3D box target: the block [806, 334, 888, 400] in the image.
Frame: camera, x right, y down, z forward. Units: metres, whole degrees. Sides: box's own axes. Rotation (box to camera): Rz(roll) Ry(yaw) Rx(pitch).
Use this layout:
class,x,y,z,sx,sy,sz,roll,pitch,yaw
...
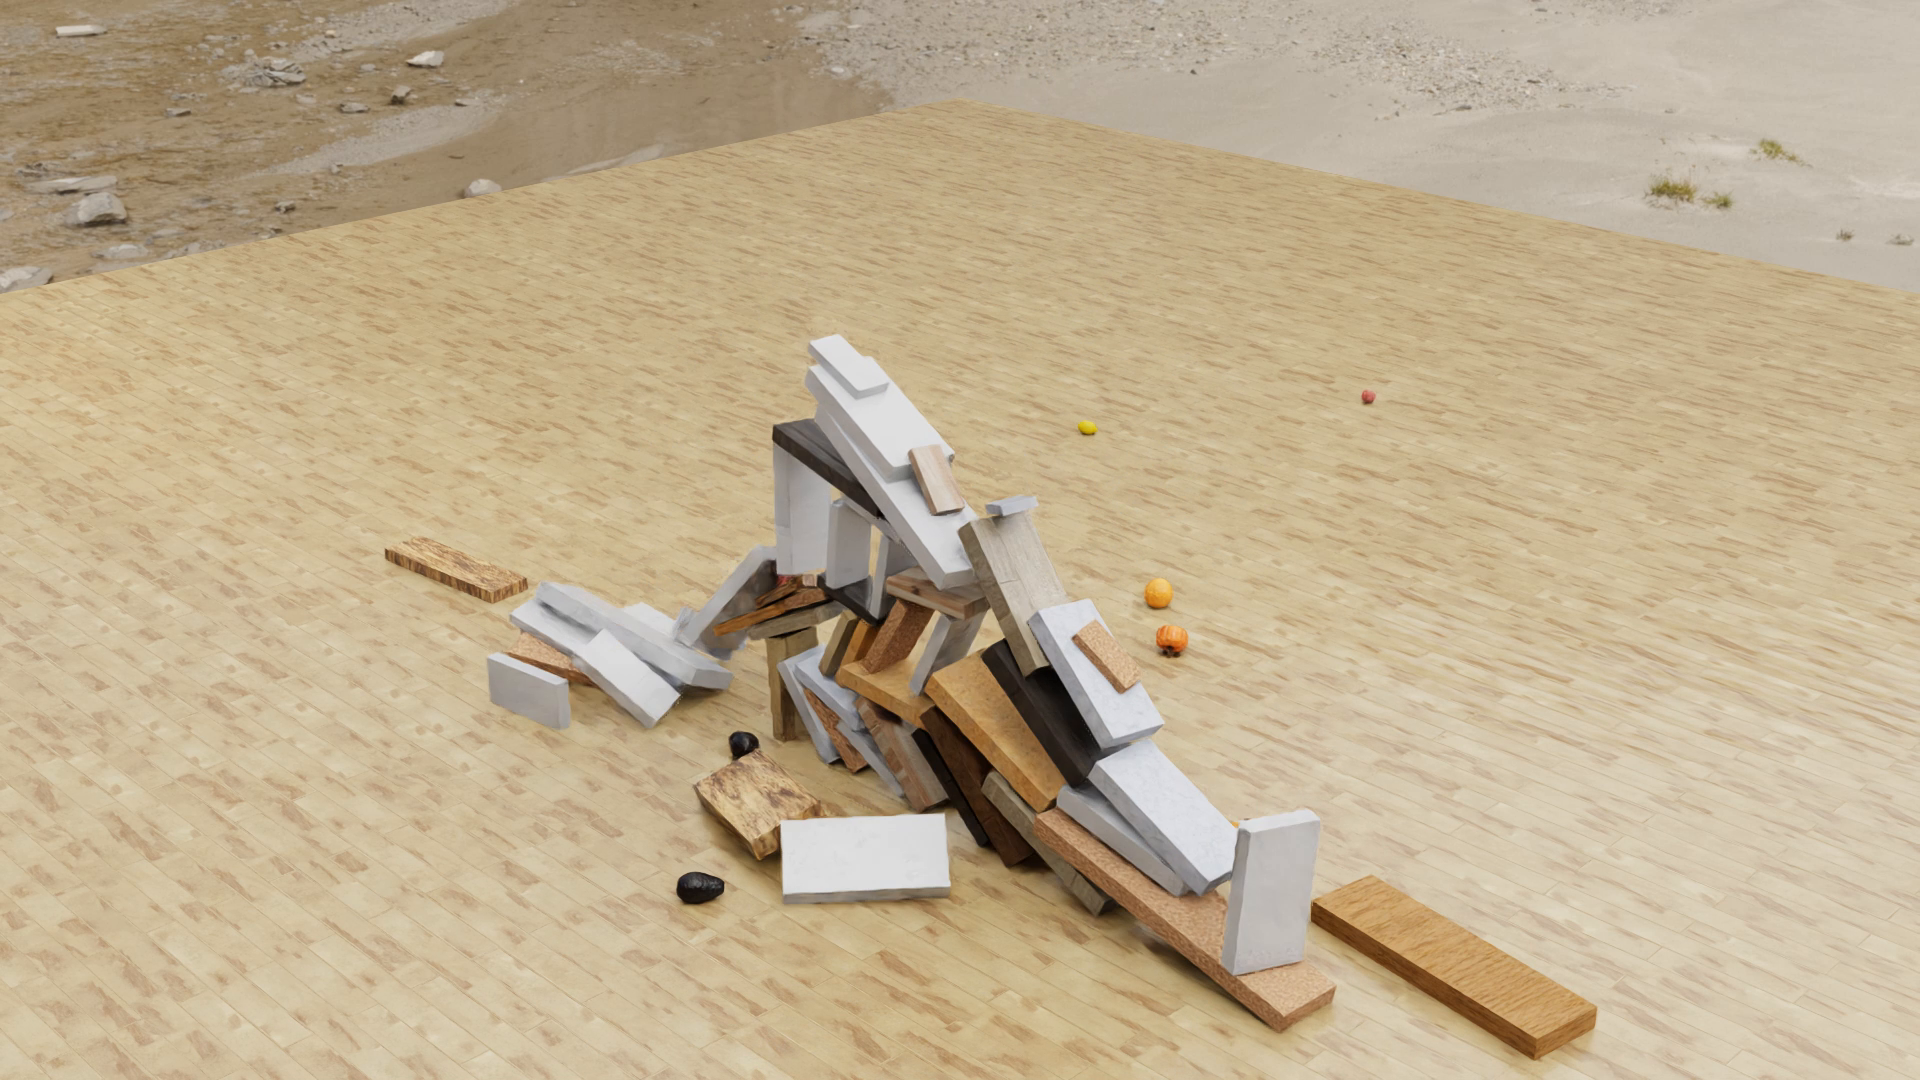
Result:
class,x,y,z,sx,sy,sz,roll,pitch,yaw
block,-0.227,-0.350,4.429,0.081,0.023,0.163,-21,56,-41

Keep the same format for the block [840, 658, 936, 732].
class,x,y,z,sx,sy,sz,roll,pitch,yaw
block,-0.106,0.303,4.471,0.132,0.037,0.265,-20,33,-39

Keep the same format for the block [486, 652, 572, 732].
class,x,y,z,sx,sy,sz,roll,pitch,yaw
block,-0.948,0.332,4.833,0.226,0.113,0.032,17,28,34

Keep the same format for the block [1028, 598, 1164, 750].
class,x,y,z,sx,sy,sz,roll,pitch,yaw
block,0.253,0.247,4.099,0.141,0.040,0.283,-11,63,-43

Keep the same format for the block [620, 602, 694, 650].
class,x,y,z,sx,sy,sz,roll,pitch,yaw
block,-0.735,0.217,5.205,0.121,0.034,0.243,-18,29,-37

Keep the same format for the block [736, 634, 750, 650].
class,x,y,z,sx,sy,sz,roll,pitch,yaw
block,-0.509,0.168,5.047,0.081,0.163,0.023,15,6,-41

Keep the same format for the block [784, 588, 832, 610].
class,x,y,z,sx,sy,sz,roll,pitch,yaw
block,-0.292,0.115,4.653,0.089,0.025,0.177,-14,-1,-32

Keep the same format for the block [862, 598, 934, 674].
class,x,y,z,sx,sy,sz,roll,pitch,yaw
block,-0.115,0.178,4.429,0.108,0.215,0.030,-24,65,-40

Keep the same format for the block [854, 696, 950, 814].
class,x,y,z,sx,sy,sz,roll,pitch,yaw
block,-0.095,0.419,4.506,0.132,0.037,0.265,-21,74,-40

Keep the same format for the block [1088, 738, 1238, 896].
class,x,y,z,sx,sy,sz,roll,pitch,yaw
block,0.390,0.504,4.028,0.152,0.043,0.304,-19,56,-44

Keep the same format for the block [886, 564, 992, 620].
class,x,y,z,sx,sy,sz,roll,pitch,yaw
block,-0.032,0.099,4.308,0.215,0.030,0.108,18,30,41

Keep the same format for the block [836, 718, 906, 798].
class,x,y,z,sx,sy,sz,roll,pitch,yaw
block,-0.151,0.434,4.566,0.206,0.029,0.103,47,43,17

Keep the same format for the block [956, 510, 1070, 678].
class,x,y,z,sx,sy,sz,roll,pitch,yaw
block,0.124,0.100,4.179,0.155,0.310,0.044,-11,-20,-42

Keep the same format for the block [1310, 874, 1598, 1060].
class,x,y,z,sx,sy,sz,roll,pitch,yaw
block,0.871,0.754,3.928,0.157,0.044,0.531,-16,28,-33

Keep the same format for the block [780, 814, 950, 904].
class,x,y,z,sx,sy,sz,roll,pitch,yaw
block,-0.181,0.606,4.182,0.313,0.044,0.157,-2,53,-4

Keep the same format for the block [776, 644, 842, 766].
class,x,y,z,sx,sy,sz,roll,pitch,yaw
block,-0.288,0.348,4.677,0.117,0.235,0.033,-23,-6,-42

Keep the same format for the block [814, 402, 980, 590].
class,x,y,z,sx,sy,sz,roll,pitch,yaw
block,-0.099,-0.103,4.331,0.155,0.044,0.502,-11,50,-35

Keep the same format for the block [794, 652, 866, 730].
class,x,y,z,sx,sy,sz,roll,pitch,yaw
block,-0.243,0.313,4.604,0.103,0.029,0.206,-20,47,-40

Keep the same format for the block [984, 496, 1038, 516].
class,x,y,z,sx,sy,sz,roll,pitch,yaw
block,0.097,-0.066,4.178,0.070,0.020,0.140,-15,5,-11

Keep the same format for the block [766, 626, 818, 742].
class,x,y,z,sx,sy,sz,roll,pitch,yaw
block,-0.355,0.306,4.737,0.033,0.235,0.117,16,28,41

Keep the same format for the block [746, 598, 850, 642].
class,x,y,z,sx,sy,sz,roll,pitch,yaw
block,-0.334,0.164,4.667,0.235,0.033,0.117,-16,5,46

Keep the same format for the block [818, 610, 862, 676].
class,x,y,z,sx,sy,sz,roll,pitch,yaw
block,-0.225,0.207,4.568,0.094,0.187,0.027,-13,55,-34

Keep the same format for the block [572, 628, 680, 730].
class,x,y,z,sx,sy,sz,roll,pitch,yaw
block,-0.730,0.303,4.808,0.226,0.032,0.113,41,35,-2

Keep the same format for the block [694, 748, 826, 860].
class,x,y,z,sx,sy,sz,roll,pitch,yaw
block,-0.401,0.521,4.376,0.157,0.044,0.313,-29,26,-18

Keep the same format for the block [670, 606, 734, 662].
class,x,y,z,sx,sy,sz,roll,pitch,yaw
block,-0.583,0.217,5.042,0.163,0.081,0.023,27,-8,-39

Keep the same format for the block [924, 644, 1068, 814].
class,x,y,z,sx,sy,sz,roll,pitch,yaw
block,0.107,0.364,4.258,0.171,0.049,0.343,-25,62,-41

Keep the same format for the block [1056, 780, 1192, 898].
class,x,y,z,sx,sy,sz,roll,pitch,yaw
block,0.342,0.535,4.087,0.304,0.043,0.152,35,36,31

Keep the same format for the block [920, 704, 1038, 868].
class,x,y,z,sx,sy,sz,roll,pitch,yaw
block,0.079,0.457,4.326,0.171,0.049,0.343,-22,76,-39

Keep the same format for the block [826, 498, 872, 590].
class,x,y,z,sx,sy,sz,roll,pitch,yaw
block,-0.226,0.001,4.490,0.094,0.188,0.027,-19,34,-39

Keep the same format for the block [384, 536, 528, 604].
class,x,y,z,sx,sy,sz,roll,pitch,yaw
block,-1.274,0.072,5.549,0.425,0.032,0.113,18,29,36

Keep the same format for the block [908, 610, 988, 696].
class,x,y,z,sx,sy,sz,roll,pitch,yaw
block,-0.023,0.211,4.347,0.108,0.215,0.030,-22,57,-42

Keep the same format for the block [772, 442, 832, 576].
class,x,y,z,sx,sy,sz,roll,pitch,yaw
block,-0.336,-0.080,4.719,0.041,0.291,0.145,4,10,33

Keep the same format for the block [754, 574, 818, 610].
class,x,y,z,sx,sy,sz,roll,pitch,yaw
block,-0.358,0.112,4.777,0.089,0.025,0.177,-1,-17,-42

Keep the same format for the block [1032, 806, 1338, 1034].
class,x,y,z,sx,sy,sz,roll,pitch,yaw
block,0.397,0.664,3.988,0.141,0.040,0.630,-18,40,-38

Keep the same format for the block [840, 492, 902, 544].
class,x,y,z,sx,sy,sz,roll,pitch,yaw
block,-0.144,-0.058,4.398,0.094,0.027,0.188,-15,39,-39

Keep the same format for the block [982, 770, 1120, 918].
class,x,y,z,sx,sy,sz,roll,pitch,yaw
block,0.216,0.553,4.215,0.171,0.049,0.343,-21,55,-39

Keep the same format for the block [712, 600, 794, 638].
class,x,y,z,sx,sy,sz,roll,pitch,yaw
block,-0.440,0.165,4.758,0.177,0.025,0.089,-20,2,30

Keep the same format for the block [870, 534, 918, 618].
class,x,y,z,sx,sy,sz,roll,pitch,yaw
block,-0.127,0.062,4.416,0.094,0.188,0.027,-19,41,-40

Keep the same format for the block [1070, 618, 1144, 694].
class,x,y,z,sx,sy,sz,roll,pitch,yaw
block,0.276,0.217,4.096,0.140,0.020,0.070,48,40,7

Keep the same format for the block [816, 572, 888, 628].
class,x,y,z,sx,sy,sz,roll,pitch,yaw
block,-0.199,0.112,4.524,0.094,0.027,0.187,-20,41,-40

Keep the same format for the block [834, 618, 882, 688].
class,x,y,z,sx,sy,sz,roll,pitch,yaw
block,-0.192,0.224,4.555,0.094,0.187,0.027,-20,57,-39

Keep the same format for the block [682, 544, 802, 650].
class,x,y,z,sx,sy,sz,roll,pitch,yaw
block,-0.472,0.129,4.844,0.145,0.291,0.041,7,42,-51

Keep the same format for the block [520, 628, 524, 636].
class,x,y,z,sx,sy,sz,roll,pitch,yaw
block,-0.968,0.252,5.096,0.094,0.027,0.187,-5,32,-11

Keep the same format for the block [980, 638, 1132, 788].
class,x,y,z,sx,sy,sz,roll,pitch,yaw
block,0.183,0.307,4.151,0.152,0.043,0.304,-25,75,-44

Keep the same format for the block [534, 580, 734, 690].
class,x,y,z,sx,sy,sz,roll,pitch,yaw
block,-0.746,0.216,5.015,0.493,0.041,0.145,26,5,29

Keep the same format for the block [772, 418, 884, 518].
class,x,y,z,sx,sy,sz,roll,pitch,yaw
block,-0.228,-0.152,4.477,0.122,0.034,0.382,-13,34,-36

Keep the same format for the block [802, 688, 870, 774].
class,x,y,z,sx,sy,sz,roll,pitch,yaw
block,-0.236,0.383,4.642,0.103,0.206,0.029,-23,-12,-42

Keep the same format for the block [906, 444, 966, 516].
class,x,y,z,sx,sy,sz,roll,pitch,yaw
block,-0.046,-0.117,4.281,0.070,0.140,0.020,-11,-19,-37

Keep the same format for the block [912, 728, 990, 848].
class,x,y,z,sx,sy,sz,roll,pitch,yaw
block,0.028,0.471,4.392,0.132,0.037,0.265,-20,71,-39

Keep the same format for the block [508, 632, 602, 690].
class,x,y,z,sx,sy,sz,roll,pitch,yaw
block,-0.894,0.264,5.020,0.243,0.034,0.122,14,38,13

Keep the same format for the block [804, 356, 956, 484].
class,x,y,z,sx,sy,sz,roll,pitch,yaw
block,-0.163,-0.243,4.391,0.155,0.044,0.310,-15,52,-38

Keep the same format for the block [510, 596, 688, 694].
class,x,y,z,sx,sy,sz,roll,pitch,yaw
block,-0.824,0.252,4.992,0.465,0.027,0.094,27,42,26

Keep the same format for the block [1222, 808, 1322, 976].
class,x,y,z,sx,sy,sz,roll,pitch,yaw
block,0.536,0.608,3.797,0.141,0.283,0.040,-7,24,-24
